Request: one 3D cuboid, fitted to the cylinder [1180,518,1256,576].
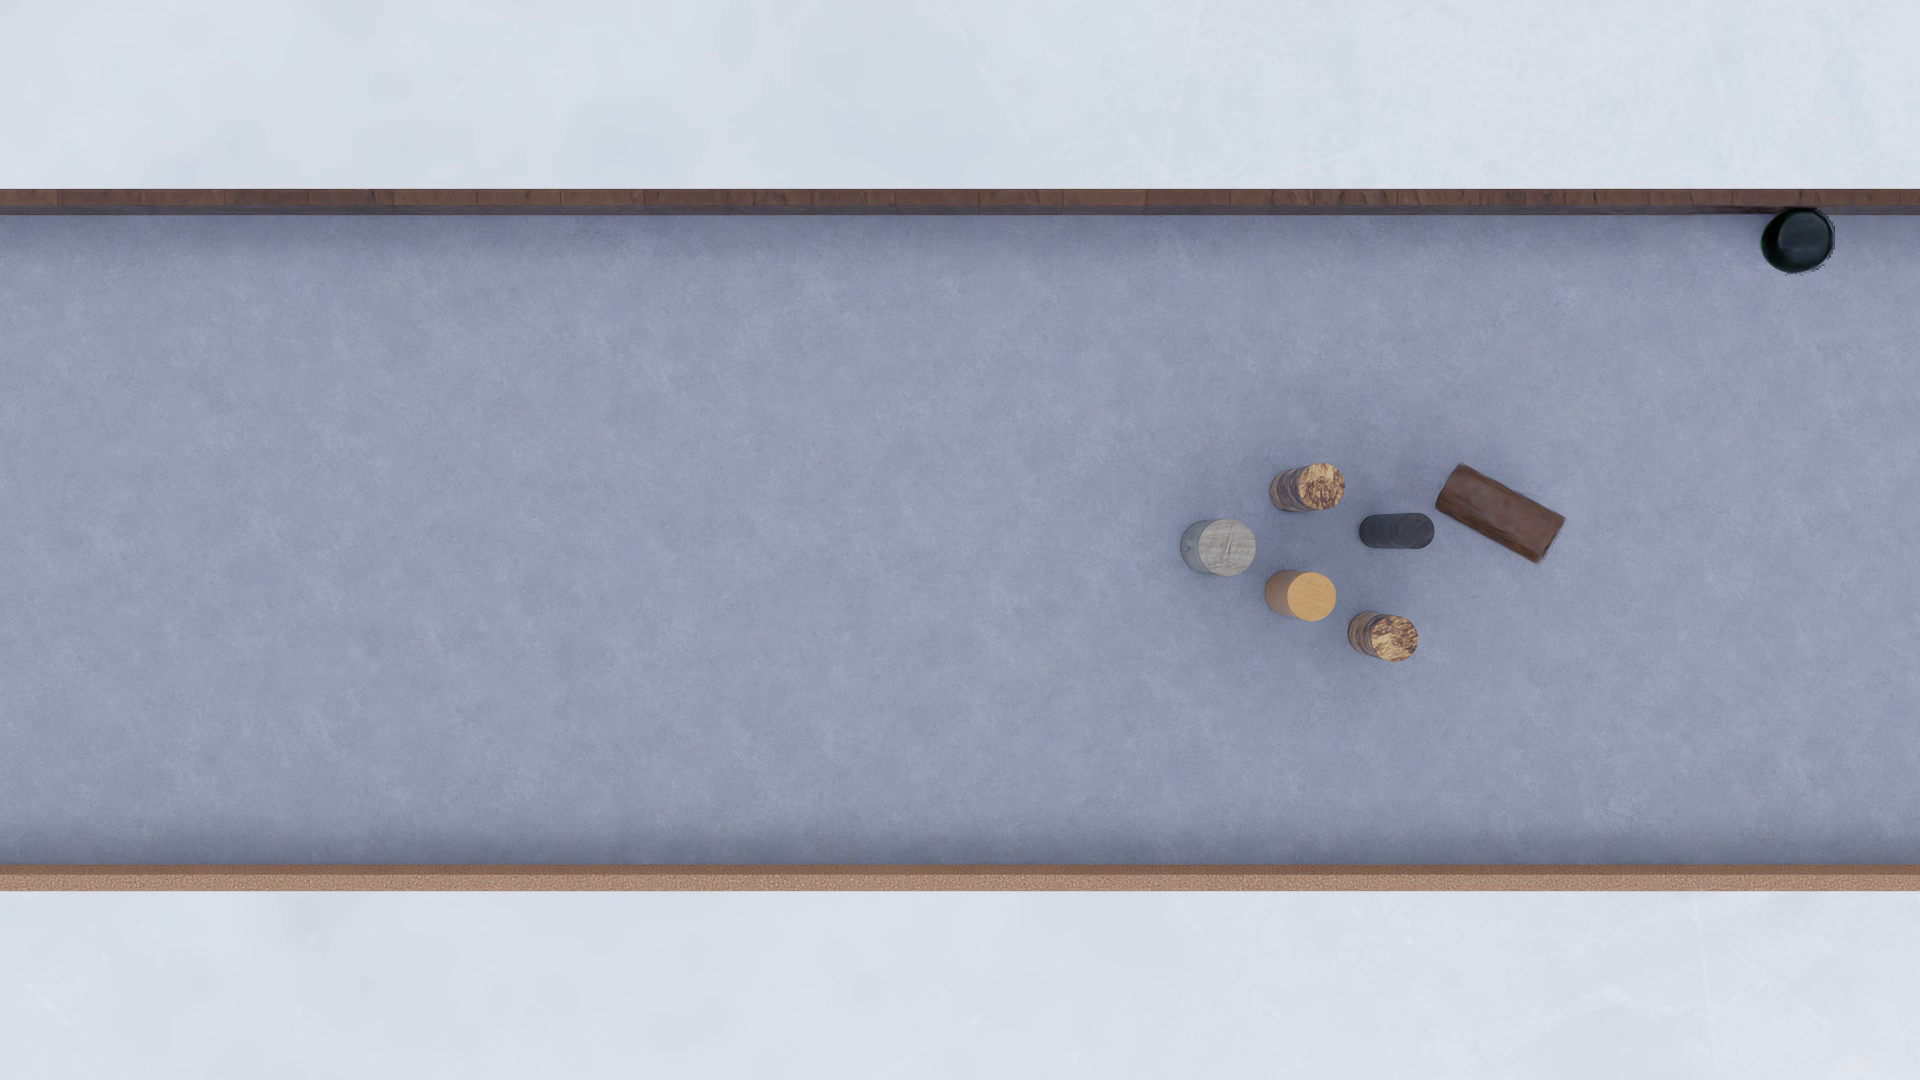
[{"bbox_3d":[0.759,0.021,4.881,0.163,0.391,0.163,0,90,0],"label":"cylinder"}]

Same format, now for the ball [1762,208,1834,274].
[{"bbox_3d":[2.527,-0.902,4.979,0.196,0.196,0.196,0,90,0],"label":"ball"}]

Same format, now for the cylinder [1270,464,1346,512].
[{"bbox_3d":[1.018,-0.151,4.859,0.131,0.436,0.131,0,90,0],"label":"cylinder"}]

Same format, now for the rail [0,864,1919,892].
[{"bbox_3d":[-2.247,1.025,5.001,12.000,0.150,0.050,0,90,0],"label":"rail"}]

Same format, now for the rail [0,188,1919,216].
[{"bbox_3d":[-2.247,-1.025,5.002,12.000,0.150,0.050,0,90,0],"label":"rail"}]

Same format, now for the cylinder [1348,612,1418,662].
[{"bbox_3d":[1.259,0.286,4.925,0.134,0.302,0.134,0,90,0],"label":"cylinder"}]

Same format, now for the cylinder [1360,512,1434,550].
[{"bbox_3d":[1.280,-0.026,4.852,0.104,0.449,0.104,0,90,0],"label":"cylinder"}]

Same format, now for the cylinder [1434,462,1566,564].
[{"bbox_3d":[1.616,-0.081,4.943,0.340,0.159,0.159,32,90,20],"label":"cylinder"}]

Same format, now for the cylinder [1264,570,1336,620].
[{"bbox_3d":[1.008,0.162,4.901,0.140,0.350,0.140,0,90,0],"label":"cylinder"}]
